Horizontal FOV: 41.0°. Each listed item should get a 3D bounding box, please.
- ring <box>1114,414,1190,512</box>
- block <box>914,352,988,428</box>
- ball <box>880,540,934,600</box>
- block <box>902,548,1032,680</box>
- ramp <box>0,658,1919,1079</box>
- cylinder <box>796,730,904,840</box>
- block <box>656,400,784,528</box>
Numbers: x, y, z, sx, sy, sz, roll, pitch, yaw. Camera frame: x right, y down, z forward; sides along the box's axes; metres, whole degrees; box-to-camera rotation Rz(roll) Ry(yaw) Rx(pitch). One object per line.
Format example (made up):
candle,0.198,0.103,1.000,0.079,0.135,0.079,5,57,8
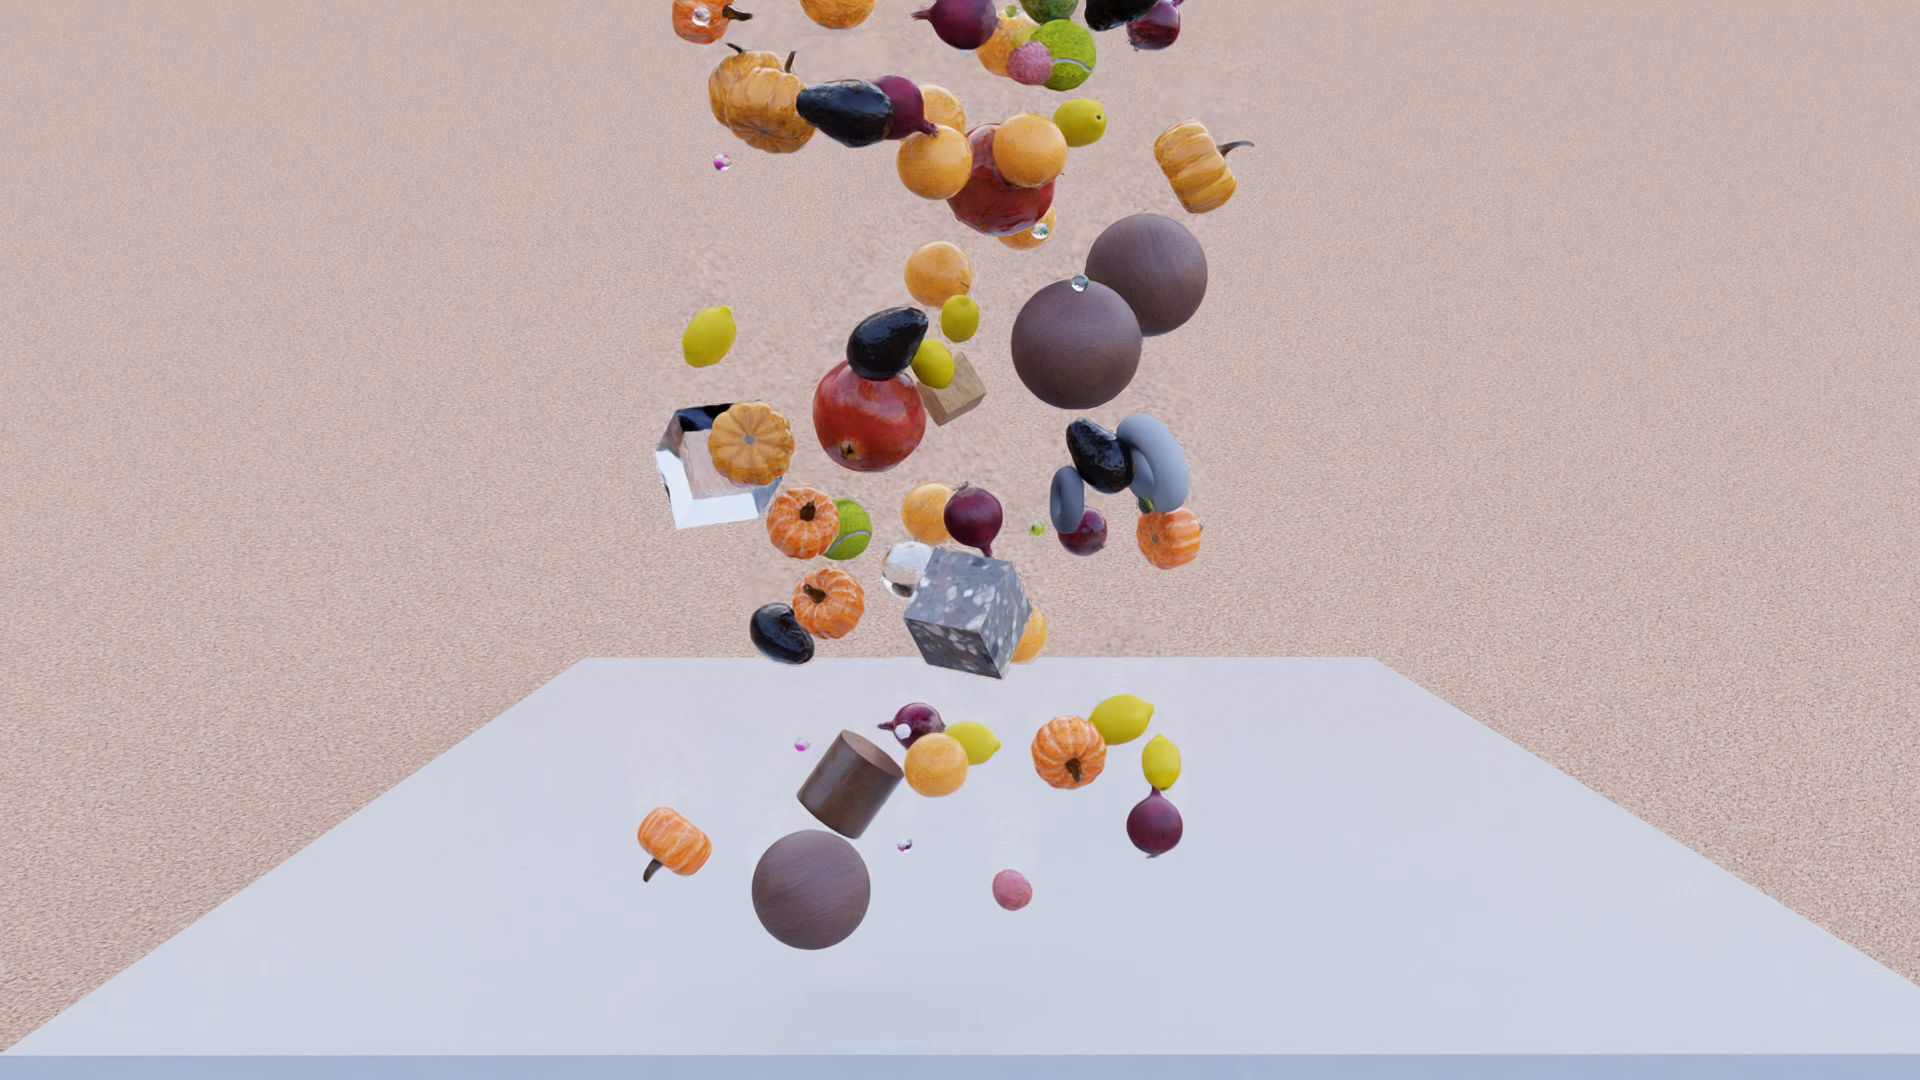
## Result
ring,0.208,-0.084,2.792,0.038,0.115,0.115,-26,30,-20
block,-0.010,-0.162,2.776,0.052,0.052,0.052,-30,-7,-17
ball,-0.055,0.033,2.836,0.066,0.066,0.066,0,22,0
block,0.009,0.073,2.540,0.084,0.084,0.084,10,59,26
ramp,0.050,0.452,4.532,2.000,0.100,4.000,0,3,0
cylinder,-0.123,0.275,2.896,0.088,0.088,0.088,35,8,-6
block,-0.259,-0.081,2.759,0.095,0.095,0.095,-8,67,-25
